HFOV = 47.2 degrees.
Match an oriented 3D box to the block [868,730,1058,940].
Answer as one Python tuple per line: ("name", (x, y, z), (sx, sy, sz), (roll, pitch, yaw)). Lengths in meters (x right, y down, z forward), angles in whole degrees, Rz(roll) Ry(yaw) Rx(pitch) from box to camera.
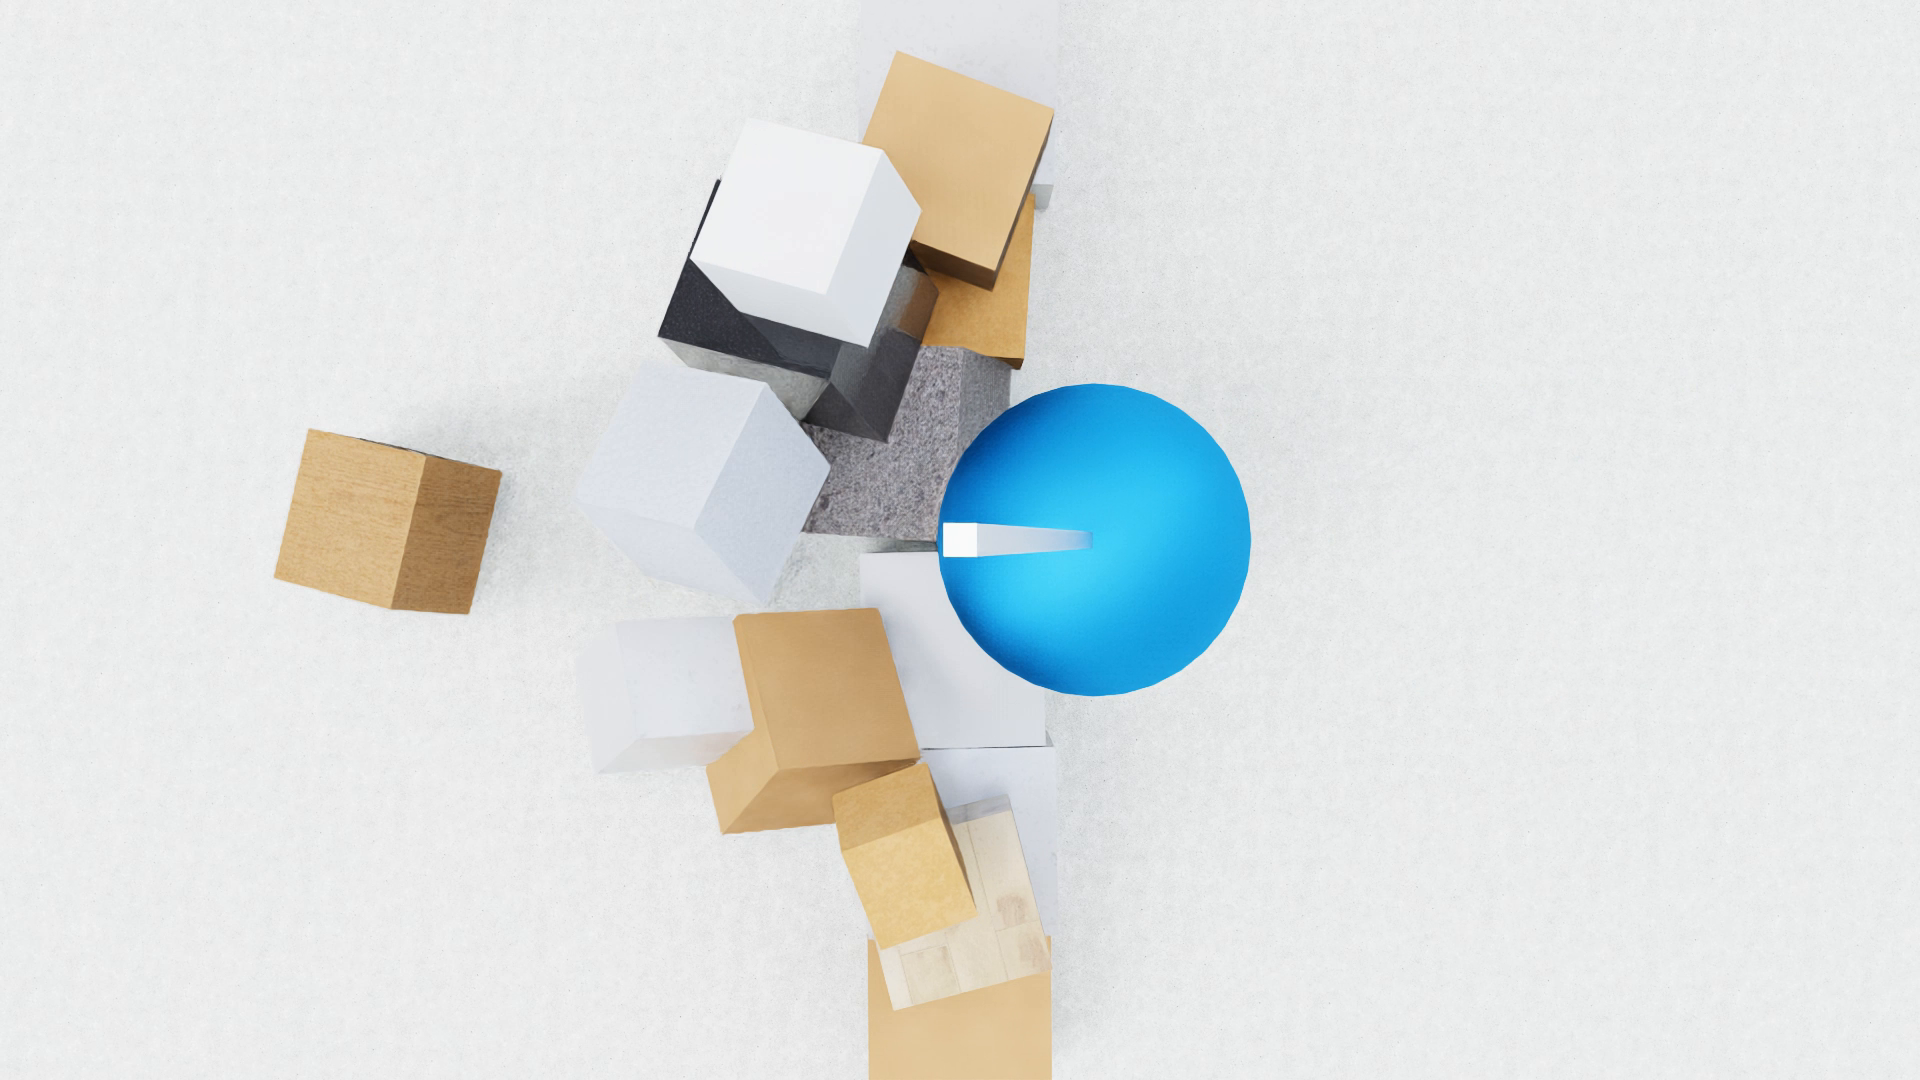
("block", (0.009, 1.652, 12.491), (1.037, 1.017, 1.027), (-1, 90, 0))

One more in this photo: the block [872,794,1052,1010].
("block", (-0.039, 1.890, 11.602), (0.841, 0.762, 0.839), (-15, 90, 0))

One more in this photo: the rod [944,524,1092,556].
("rod", (0.295, 0.000, 7.837), (0.080, 5.200, 0.080), (0, 90, 7))

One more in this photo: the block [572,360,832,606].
("block", (-1.303, -0.292, 11.216), (0.761, 0.820, 0.843), (13, 67, 29))

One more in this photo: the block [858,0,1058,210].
("block", (-0.010, -2.534, 12.542), (1.082, 0.917, 1.135), (1, 90, 0))

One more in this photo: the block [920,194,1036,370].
("block", (-0.042, -1.491, 12.592), (0.862, 0.816, 0.915), (4, 90, 0))

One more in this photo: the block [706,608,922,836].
("block", (-0.848, 0.961, 11.705), (0.821, 0.823, 0.885), (-2, 61, -30))

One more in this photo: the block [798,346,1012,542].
("block", (-0.310, -0.527, 12.357), (0.905, 1.088, 1.045), (4, 90, 15))

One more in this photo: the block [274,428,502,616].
("block", (-3.234, -0.093, 12.488), (0.773, 0.820, 0.860), (13, 90, 19))

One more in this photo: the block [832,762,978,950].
("block", (-0.276, 1.552, 10.844), (0.504, 0.562, 0.595), (-20, 114, 0))

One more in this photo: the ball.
("ball", (0.680, 0.000, 11.215), (1.600, 1.600, 1.600), (0, 90, 0))

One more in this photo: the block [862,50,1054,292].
("block", (-0.073, -1.921, 11.604), (0.857, 0.957, 0.872), (20, 90, 0))

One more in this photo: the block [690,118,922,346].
("block", (-0.730, -1.479, 10.614), (0.721, 0.674, 0.750), (17, 79, 19))

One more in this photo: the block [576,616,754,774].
("block", (-1.532, 0.803, 11.383), (0.651, 0.583, 0.622), (-2, 68, -32))

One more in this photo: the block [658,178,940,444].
("block", (-0.817, -1.178, 11.439), (0.968, 0.979, 0.885), (15, 78, 19))

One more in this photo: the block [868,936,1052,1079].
("block", (-0.001, 2.630, 12.544), (1.009, 0.912, 0.917), (0, 90, 0))

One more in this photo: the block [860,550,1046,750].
("block", (-0.041, 0.597, 12.488), (0.985, 1.024, 1.073), (-2, 90, 0))
